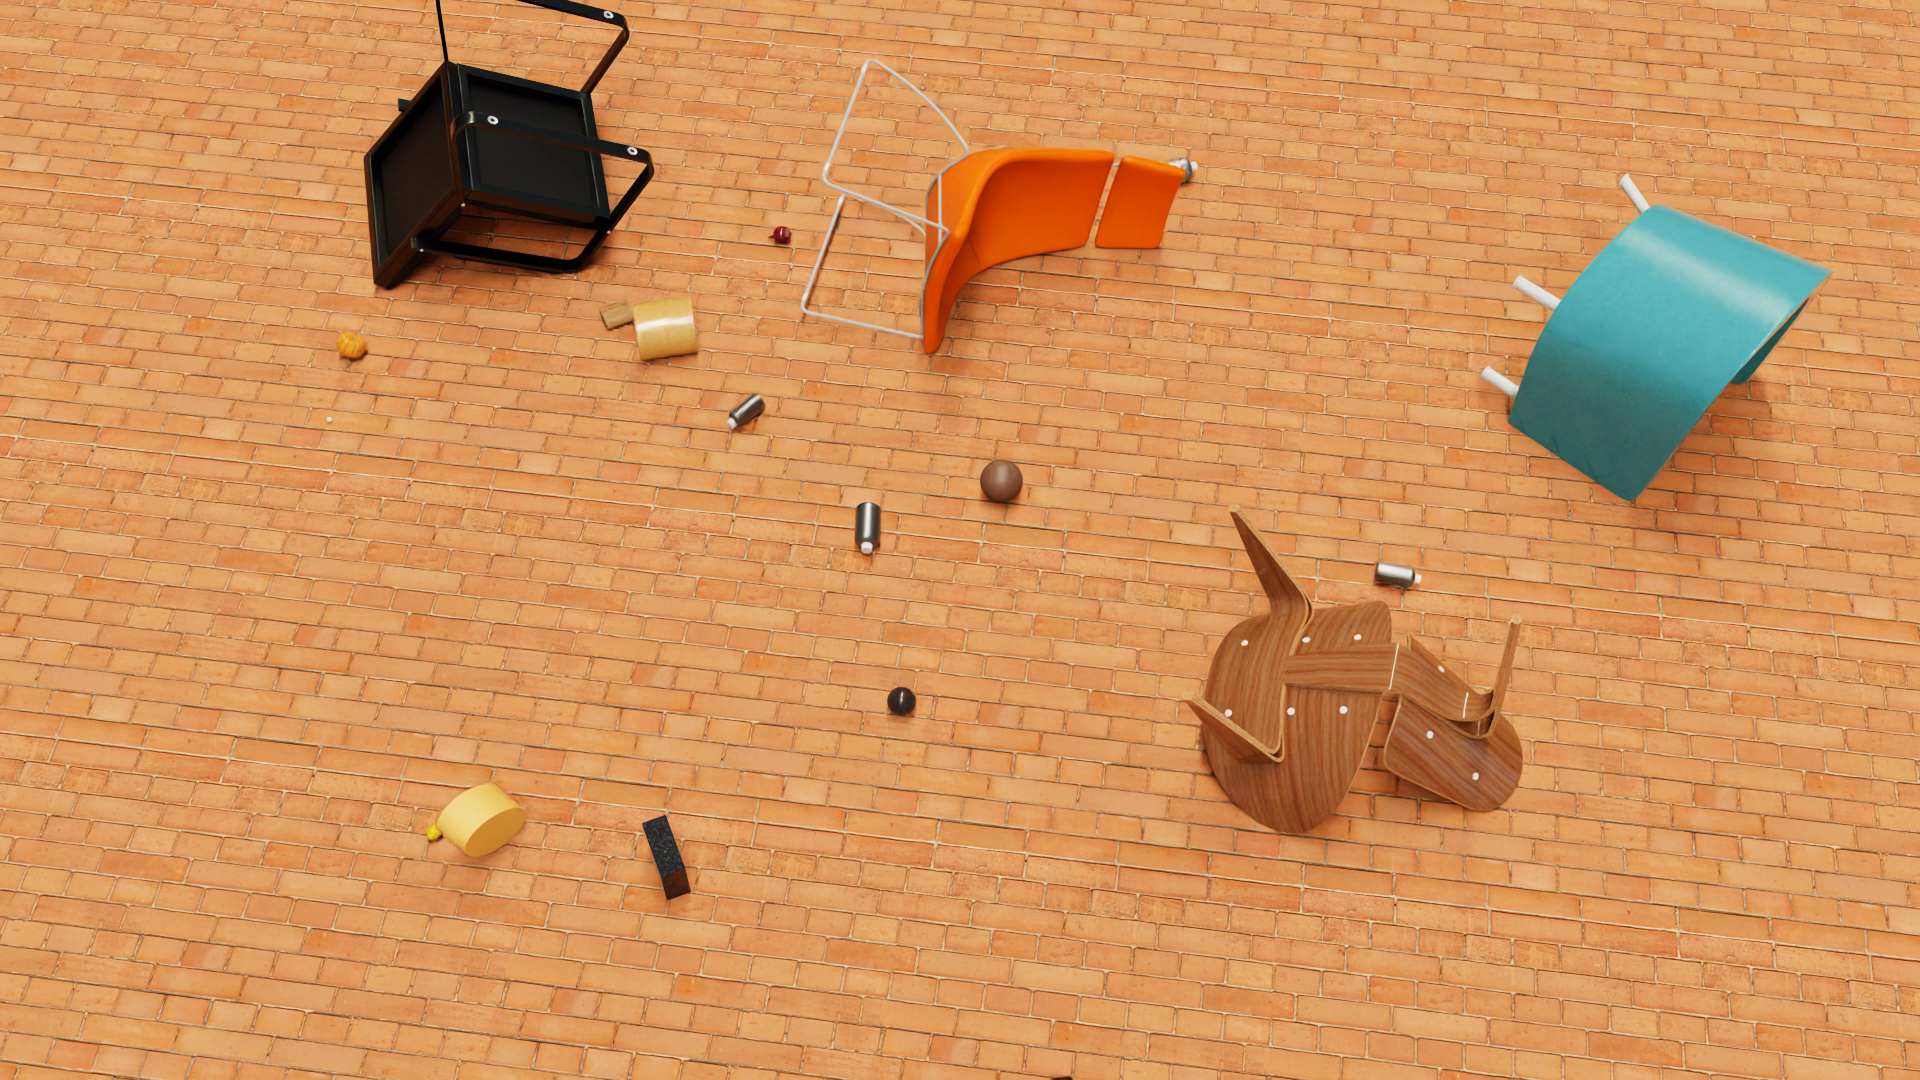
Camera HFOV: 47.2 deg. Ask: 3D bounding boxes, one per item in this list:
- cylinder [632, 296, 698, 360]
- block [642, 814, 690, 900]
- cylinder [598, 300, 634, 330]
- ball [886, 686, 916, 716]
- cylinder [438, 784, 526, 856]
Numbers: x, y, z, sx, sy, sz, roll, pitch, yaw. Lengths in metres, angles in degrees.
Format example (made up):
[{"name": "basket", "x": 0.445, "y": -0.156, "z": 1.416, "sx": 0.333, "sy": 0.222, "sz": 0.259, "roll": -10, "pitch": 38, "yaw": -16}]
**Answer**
[{"name": "cylinder", "x": -0.928, "y": -0.669, "z": 6.930, "sx": 0.180, "sy": 0.152, "sz": 0.185, "roll": -9, "pitch": 69, "yaw": -6}, {"name": "block", "x": -0.789, "y": 0.854, "z": 5.911, "sx": 0.068, "sy": 0.150, "sz": 0.169, "roll": -19, "pitch": 58, "yaw": -12}, {"name": "cylinder", "x": -1.097, "y": -0.722, "z": 7.032, "sx": 0.093, "sy": 0.043, "sz": 0.082, "roll": -21, "pitch": 66, "yaw": -13}, {"name": "ball", "x": -0.165, "y": 0.456, "z": 6.218, "sx": 0.083, "sy": 0.083, "sz": 0.083, "roll": 0, "pitch": 56, "yaw": 0}, {"name": "cylinder", "x": -1.293, "y": 0.758, "z": 5.955, "sx": 0.111, "sy": 0.153, "sz": 0.228, "roll": 36, "pitch": 25, "yaw": 22}]
